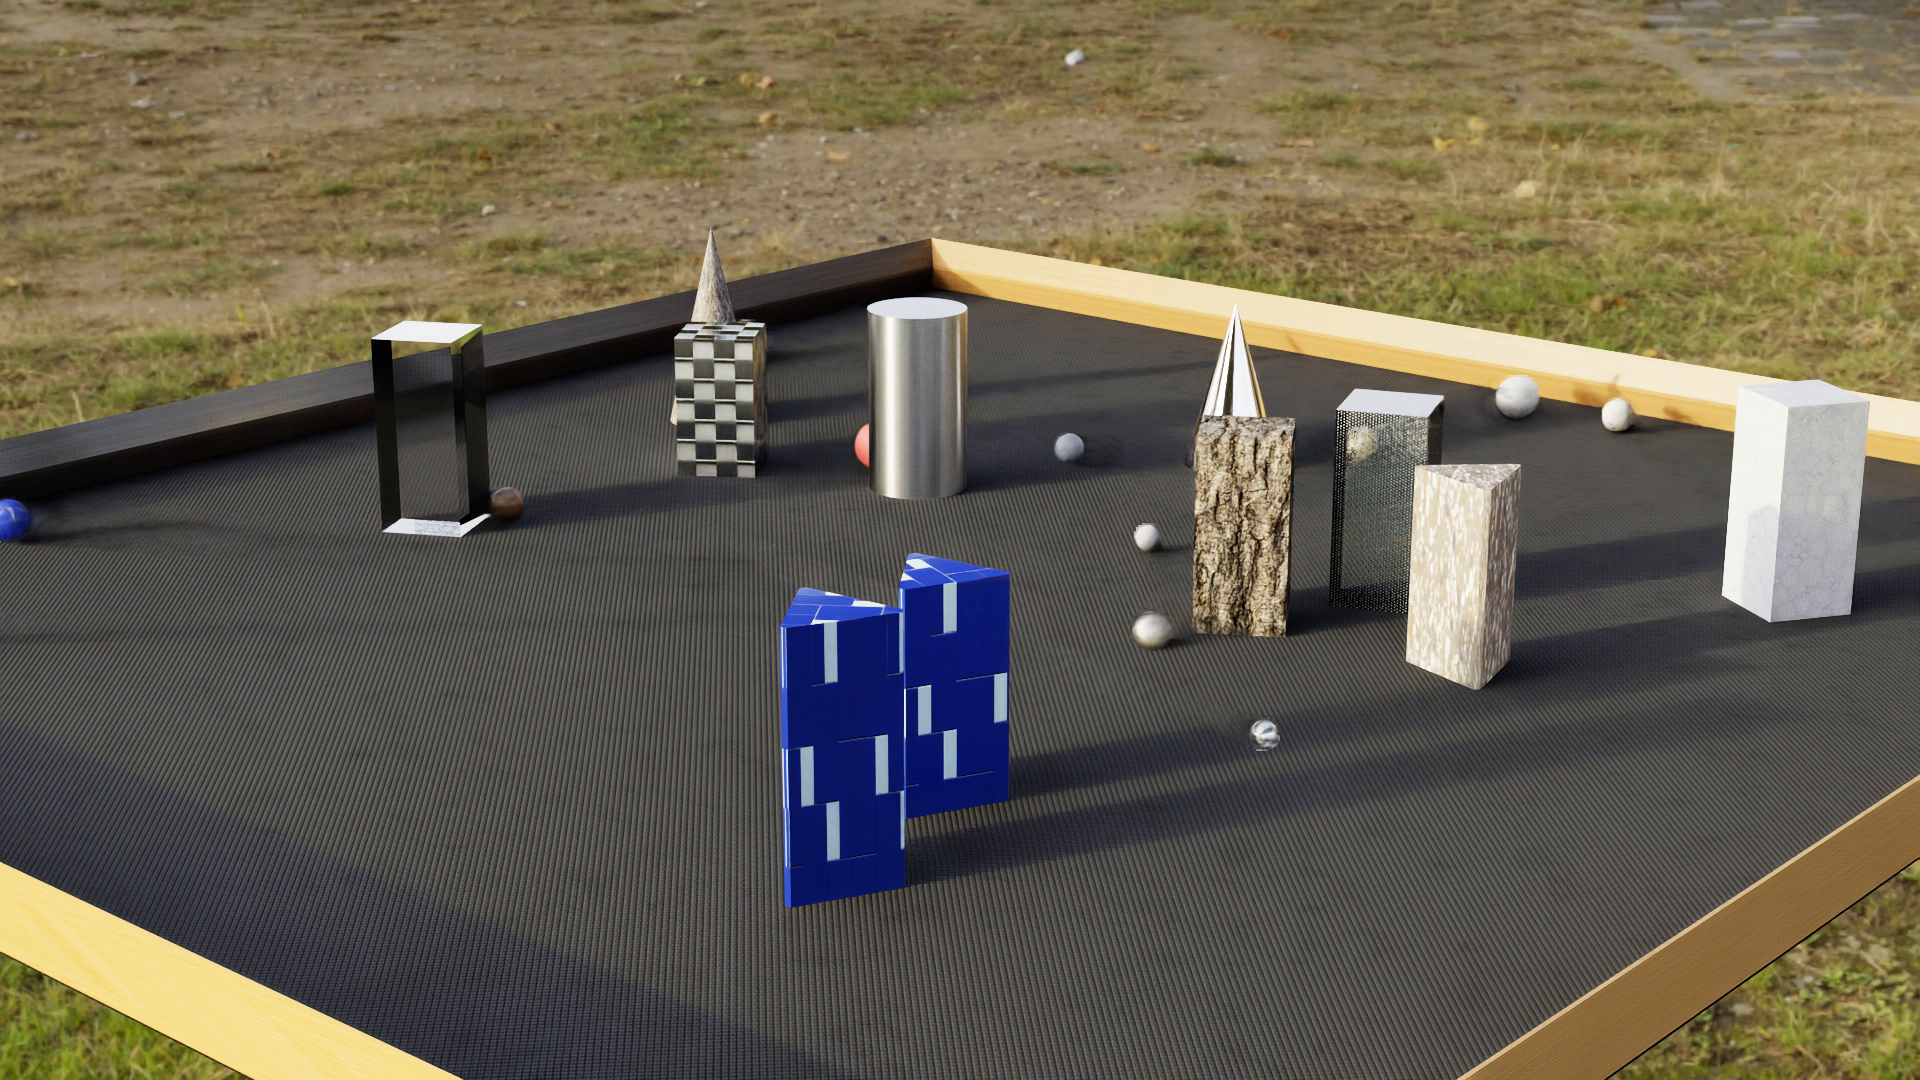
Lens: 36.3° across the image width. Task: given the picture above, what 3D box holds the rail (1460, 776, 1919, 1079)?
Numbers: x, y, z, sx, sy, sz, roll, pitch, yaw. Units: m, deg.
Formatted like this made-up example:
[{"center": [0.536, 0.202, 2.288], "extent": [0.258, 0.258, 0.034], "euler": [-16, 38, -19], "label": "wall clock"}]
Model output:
[{"center": [1.316, 0.362, 4.026], "extent": [0.045, 0.127, 3.843], "euler": [14, 22, 39], "label": "rail"}]

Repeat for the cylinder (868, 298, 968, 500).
[{"center": [-0.083, -0.279, 5.753], "extent": [0.195, 0.359, 0.195], "euler": [0, 17, 0], "label": "cylinder"}]

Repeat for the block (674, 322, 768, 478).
[{"center": [-0.479, -0.284, 5.903], "extent": [0.156, 0.281, 0.156], "euler": [2, 17, 6], "label": "block"}]

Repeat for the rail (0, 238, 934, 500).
[{"center": [-1.316, -0.298, 6.214], "extent": [0.045, 0.127, 3.843], "euler": [14, 22, 39], "label": "rail"}]

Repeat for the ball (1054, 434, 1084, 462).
[{"center": [0.223, -0.187, 5.964], "extent": [0.060, 0.060, 0.060], "euler": [0, 17, 0], "label": "ball"}]

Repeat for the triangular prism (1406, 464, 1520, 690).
[{"center": [0.837, 0.048, 4.718], "extent": [0.146, 0.330, 0.169], "euler": [-11, 20, -31], "label": "triangular prism"}]

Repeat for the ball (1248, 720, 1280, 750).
[{"center": [0.456, 0.292, 4.401], "extent": [0.045, 0.045, 0.045], "euler": [0, 17, 0], "label": "ball"}]

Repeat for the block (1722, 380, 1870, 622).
[{"center": [1.430, -0.068, 5.023], "extent": [0.156, 0.377, 0.156], "euler": [-5, 17, -16], "label": "block"}]

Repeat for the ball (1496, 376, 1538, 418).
[{"center": [1.199, -0.307, 6.307], "extent": [0.091, 0.091, 0.091], "euler": [0, 17, 0], "label": "ball"}]

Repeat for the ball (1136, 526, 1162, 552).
[{"center": [0.346, -0.003, 5.376], "extent": [0.048, 0.048, 0.048], "euler": [0, 17, 0], "label": "ball"}]

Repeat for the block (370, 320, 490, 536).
[{"center": [-0.990, -0.210, 5.503], "extent": [0.156, 0.370, 0.156], "euler": [4, 17, 12], "label": "block"}]

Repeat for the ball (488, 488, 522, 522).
[{"center": [-0.861, -0.066, 5.556], "extent": [0.064, 0.064, 0.064], "euler": [0, 17, 0], "label": "ball"}]

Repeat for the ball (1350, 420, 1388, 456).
[{"center": [0.840, -0.210, 6.014], "extent": [0.076, 0.076, 0.076], "euler": [0, 17, 0], "label": "ball"}]

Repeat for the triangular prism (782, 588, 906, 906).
[{"center": [-0.179, 0.268, 3.891], "extent": [0.169, 0.387, 0.146], "euler": [-7, 18, -23], "label": "triangular prism"}]

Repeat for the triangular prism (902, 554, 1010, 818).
[{"center": [-0.037, 0.201, 4.193], "extent": [0.169, 0.340, 0.146], "euler": [-8, 19, -25], "label": "triangular prism"}]

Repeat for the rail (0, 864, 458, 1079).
[{"center": [-1.244, 0.445, 3.748], "extent": [3.532, 0.127, 0.045], "euler": [14, 22, 39], "label": "rail"}]

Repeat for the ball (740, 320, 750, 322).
[{"center": [-0.502, -0.468, 6.843], "extent": [0.090, 0.090, 0.090], "euler": [0, 17, 0], "label": "ball"}]

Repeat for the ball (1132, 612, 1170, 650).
[{"center": [0.315, 0.149, 4.844], "extent": [0.063, 0.063, 0.063], "euler": [0, 17, 0], "label": "ball"}]

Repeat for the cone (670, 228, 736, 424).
[{"center": [-0.526, -0.461, 6.255], "extent": [0.195, 0.418, 0.195], "euler": [0, 17, 0], "label": "cone"}]

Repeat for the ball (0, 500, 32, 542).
[{"center": [-1.760, -0.035, 5.426], "extent": [0.080, 0.080, 0.080], "euler": [0, 17, 0], "label": "ball"}]

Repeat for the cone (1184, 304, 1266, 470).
[{"center": [0.553, -0.317, 5.919], "extent": [0.195, 0.335, 0.195], "euler": [0, 17, 0], "label": "cone"}]

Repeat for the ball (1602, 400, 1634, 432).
[{"center": [1.391, -0.263, 6.200], "extent": [0.069, 0.069, 0.069], "euler": [0, 17, 0], "label": "ball"}]

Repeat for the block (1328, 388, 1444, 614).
[{"center": [0.737, -0.068, 5.068], "extent": [0.156, 0.349, 0.156], "euler": [6, 18, 18], "label": "block"}]

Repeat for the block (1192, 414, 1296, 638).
[{"center": [0.479, -0.025, 4.945], "extent": [0.156, 0.339, 0.156], "euler": [3, 17, 9], "label": "block"}]

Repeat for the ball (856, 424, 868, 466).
[{"center": [-0.162, -0.191, 5.913], "extent": [0.098, 0.098, 0.098], "euler": [0, 17, 0], "label": "ball"}]

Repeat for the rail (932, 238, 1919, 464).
[{"center": [1.244, -0.382, 6.492], "extent": [3.532, 0.127, 0.045], "euler": [14, 22, 39], "label": "rail"}]
